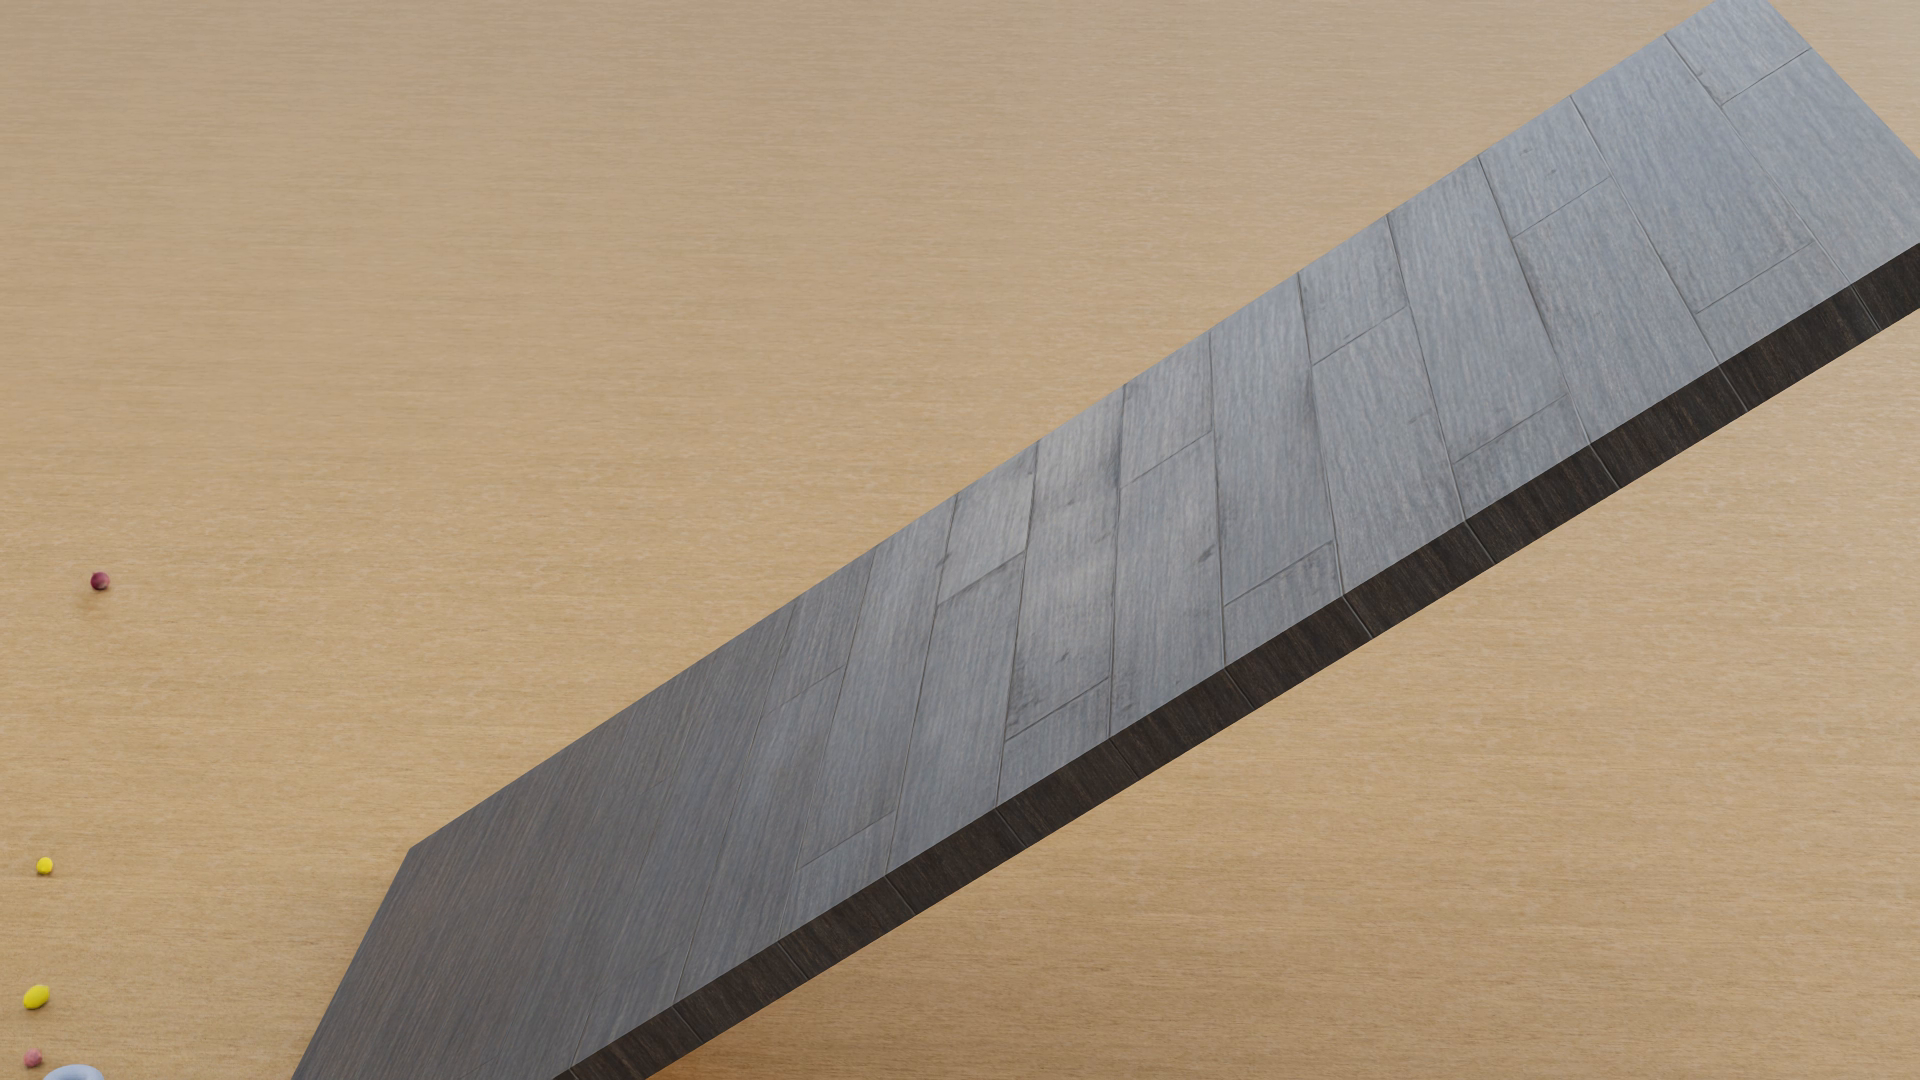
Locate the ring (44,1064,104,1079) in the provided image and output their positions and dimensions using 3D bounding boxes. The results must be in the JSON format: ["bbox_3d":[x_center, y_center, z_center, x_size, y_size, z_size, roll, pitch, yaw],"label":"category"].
[{"bbox_3d":[-2.047,1.260,6.781,0.146,0.049,0.146,1,23,0],"label":"ring"}]

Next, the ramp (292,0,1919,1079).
[{"bbox_3d":[0.134,0.175,6.309,4.000,0.100,2.000,-33,16,15],"label":"ramp"}]
